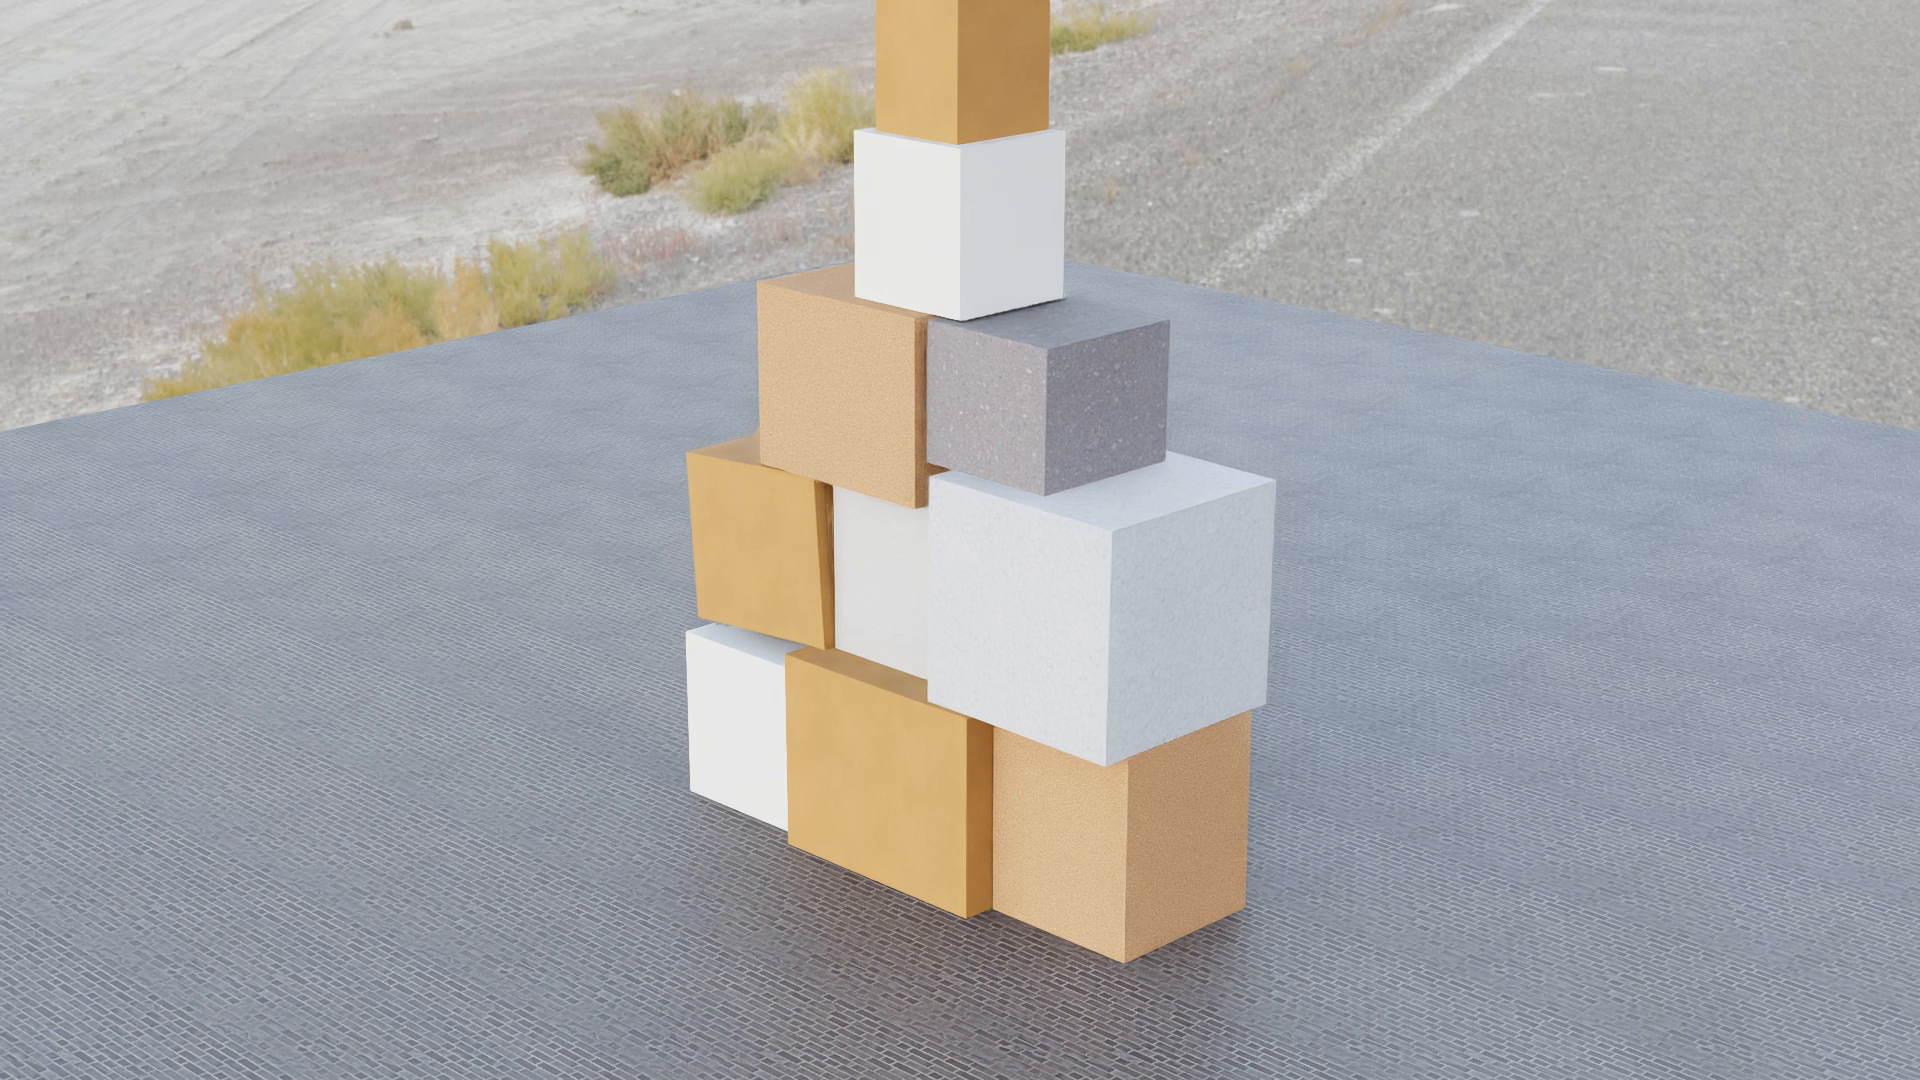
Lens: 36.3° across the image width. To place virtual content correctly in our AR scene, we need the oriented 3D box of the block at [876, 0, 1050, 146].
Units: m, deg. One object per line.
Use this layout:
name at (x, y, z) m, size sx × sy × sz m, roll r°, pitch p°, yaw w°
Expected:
block at (0.012, -2.082, 12.699) m, size 0.564 × 0.615 × 0.500 m, roll -17°, pitch 24°, yaw -42°

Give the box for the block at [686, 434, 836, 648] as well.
block at (-0.669, -0.046, 14.054) m, size 0.842 × 0.820 × 0.907 m, roll -17°, pitch 20°, yaw -42°

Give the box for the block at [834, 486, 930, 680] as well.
block at (-0.053, 0.119, 13.435) m, size 0.688 × 0.823 × 0.794 m, roll -17°, pitch 24°, yaw -42°

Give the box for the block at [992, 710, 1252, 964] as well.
block at (0.712, 1.199, 12.965) m, size 0.809 × 0.936 × 0.788 m, roll -17°, pitch 24°, yaw -42°

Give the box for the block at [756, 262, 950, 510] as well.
block at (-0.259, -0.745, 13.374) m, size 0.853 × 0.859 × 1.027 m, roll -17°, pitch 24°, yaw -42°

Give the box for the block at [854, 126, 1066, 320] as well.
block at (-0.003, -1.431, 12.891) m, size 0.656 × 0.741 × 0.648 m, roll 17°, pitch 24°, yaw 42°

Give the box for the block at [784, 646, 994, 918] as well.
block at (0.001, 0.986, 13.629) m, size 1.106 × 0.947 × 1.183 m, roll -17°, pitch 24°, yaw -42°

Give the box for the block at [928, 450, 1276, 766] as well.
block at (0.608, 0.225, 12.762) m, size 1.050 × 1.032 × 1.058 m, roll -17°, pitch 25°, yaw -42°

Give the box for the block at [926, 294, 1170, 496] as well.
block at (0.381, -0.647, 12.733) m, size 0.709 × 0.639 × 0.773 m, roll 18°, pitch 25°, yaw 42°

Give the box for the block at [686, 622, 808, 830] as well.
block at (-0.716, 0.828, 14.327) m, size 0.907 × 0.830 × 0.820 m, roll -17°, pitch 24°, yaw -42°
